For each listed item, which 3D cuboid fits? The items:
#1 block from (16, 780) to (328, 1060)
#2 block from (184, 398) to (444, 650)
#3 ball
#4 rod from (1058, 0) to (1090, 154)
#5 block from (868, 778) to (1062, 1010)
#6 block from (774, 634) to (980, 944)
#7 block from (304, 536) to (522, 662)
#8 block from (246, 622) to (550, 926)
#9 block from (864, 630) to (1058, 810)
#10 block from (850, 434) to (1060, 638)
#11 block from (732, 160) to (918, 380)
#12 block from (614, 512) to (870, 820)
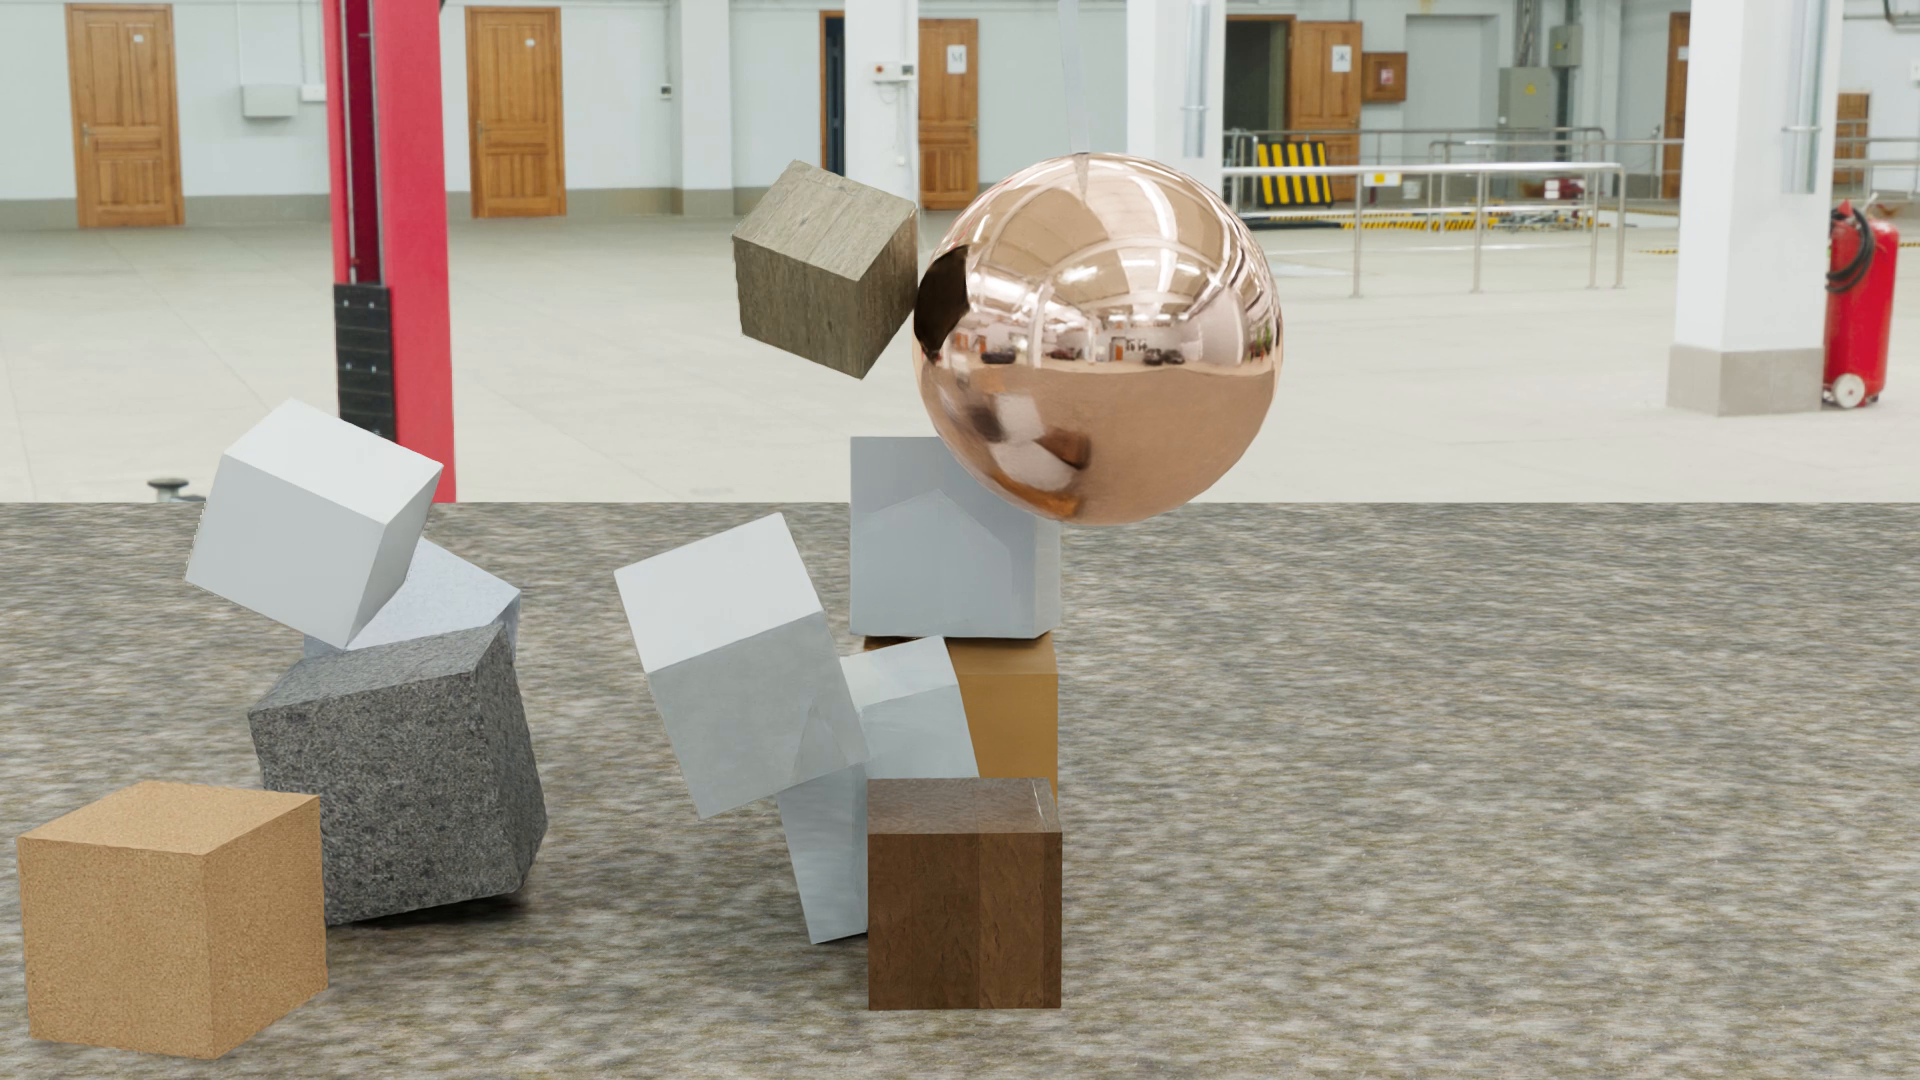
[{"bbox_3d":[-2.944,1.409,9.654,0.772,0.773,0.793,3,11,16],"label":"block"},{"bbox_3d":[-2.760,-0.080,11.004,0.735,0.633,0.704,24,24,-1],"label":"block"},{"bbox_3d":[0.590,-0.860,11.024,1.600,1.600,1.600,0,10,0],"label":"ball"},{"bbox_3d":[0.256,-4.189,10.419,0.080,5.200,0.080,-6,10,1],"label":"rod"},{"bbox_3d":[0.006,1.374,10.064,0.733,0.695,0.766,0,10,-2],"label":"block"},{"bbox_3d":[-0.343,1.033,10.859,0.820,0.928,0.934,-13,11,-2],"label":"block"},{"bbox_3d":[-2.718,0.591,12.731,0.703,0.799,0.786,27,48,11],"label":"block"},{"bbox_3d":[-2.381,0.993,11.019,0.936,0.950,0.951,-10,10,0],"label":"block"},{"bbox_3d":[-0.005,0.950,11.828,0.873,0.897,0.918,0,10,0],"label":"block"},{"bbox_3d":[-0.008,-0.034,12.187,0.862,0.921,0.837,1,3,10],"label":"block"},{"bbox_3d":[-0.559,-1.146,10.879,0.588,0.594,0.516,22,54,17],"label":"block"},{"bbox_3d":[-0.856,0.485,10.050,0.699,0.746,0.726,-20,35,-6],"label":"block"}]
